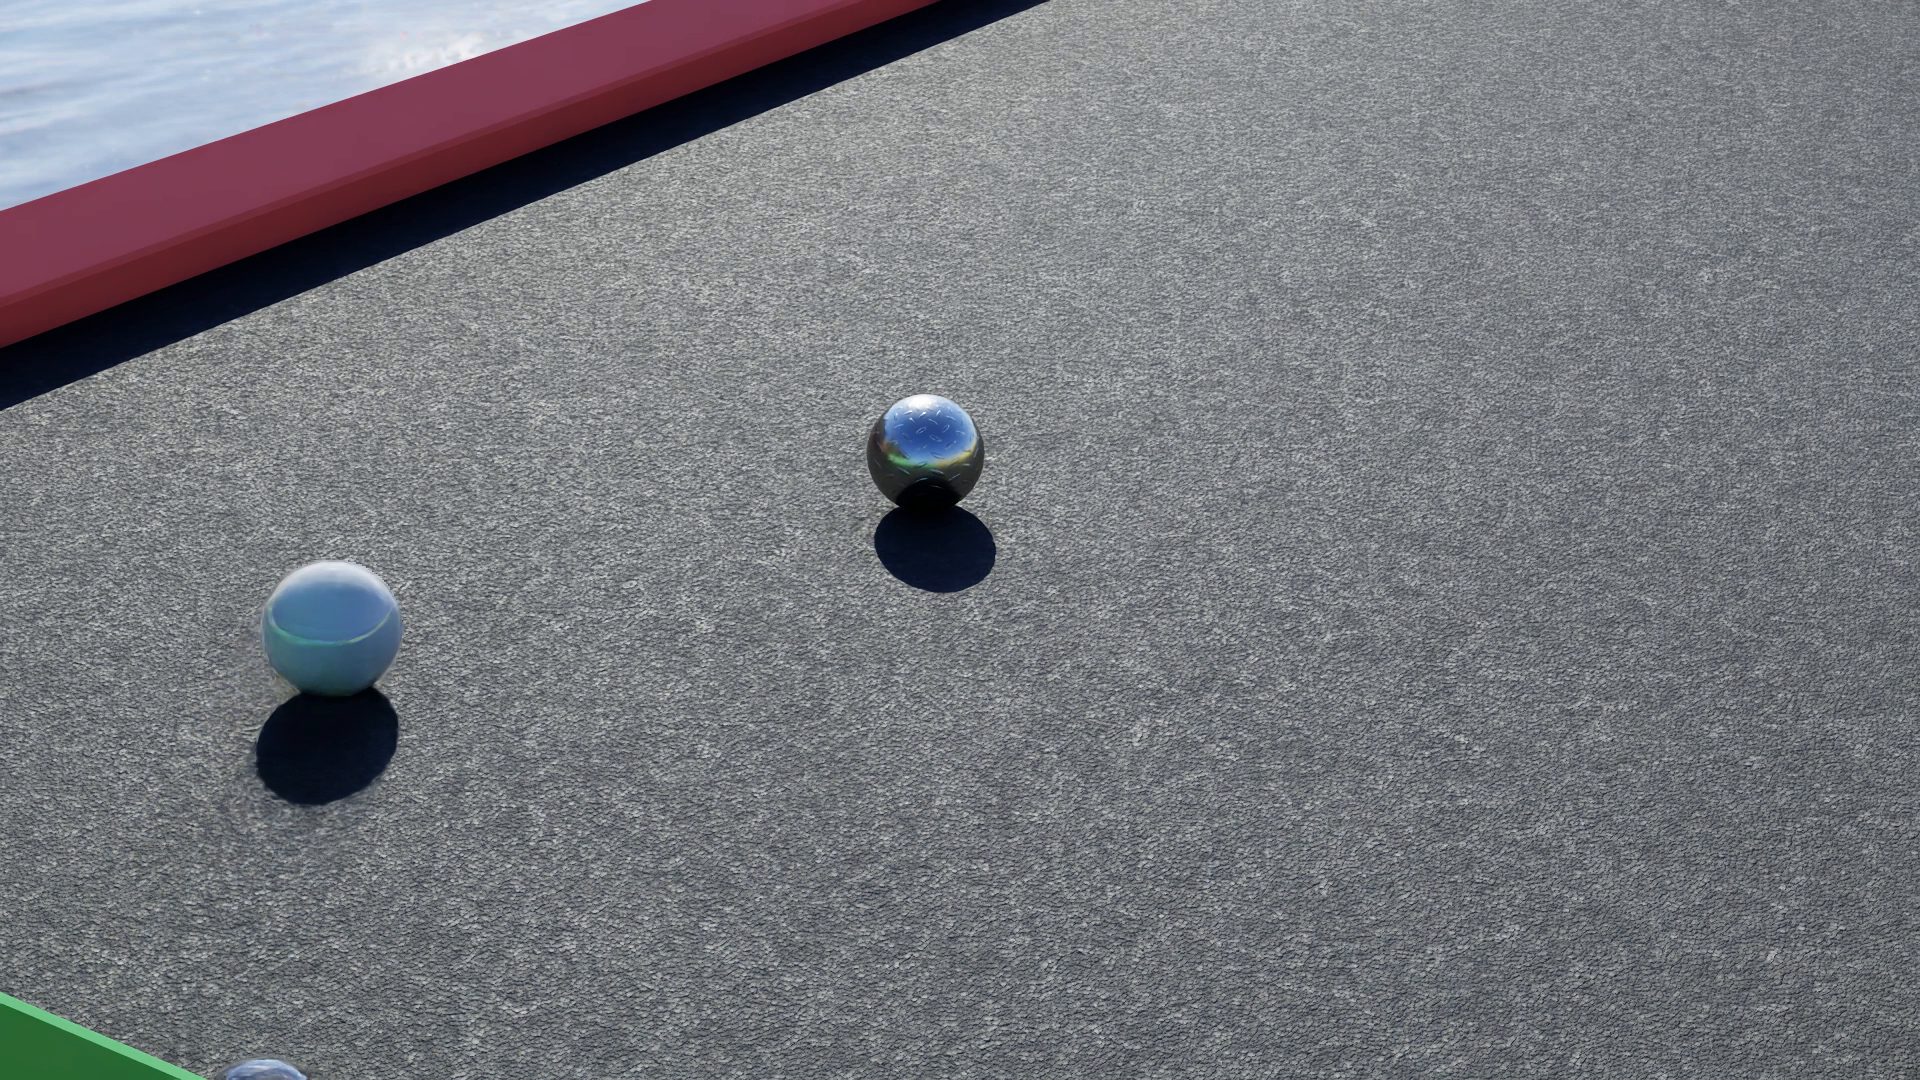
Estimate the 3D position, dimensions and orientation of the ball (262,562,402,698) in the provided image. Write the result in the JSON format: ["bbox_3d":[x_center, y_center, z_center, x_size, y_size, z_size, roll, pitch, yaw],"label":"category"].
[{"bbox_3d":[-0.380,0.054,1.780,0.083,0.083,0.083,0,24,0],"label":"ball"}]

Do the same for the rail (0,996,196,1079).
[{"bbox_3d":[-0.406,0.241,1.323,1.794,0.108,0.045,14,27,29],"label":"rail"}]

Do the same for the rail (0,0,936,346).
[{"bbox_3d":[-0.320,-0.474,2.947,0.045,0.108,3.144,14,27,29],"label":"rail"}]

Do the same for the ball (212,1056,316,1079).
[{"bbox_3d":[-0.315,0.265,1.329,0.062,0.062,0.062,0,24,0],"label":"ball"}]

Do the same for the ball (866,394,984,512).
[{"bbox_3d":[-0.024,-0.060,2.041,0.082,0.082,0.082,0,24,0],"label":"ball"}]
